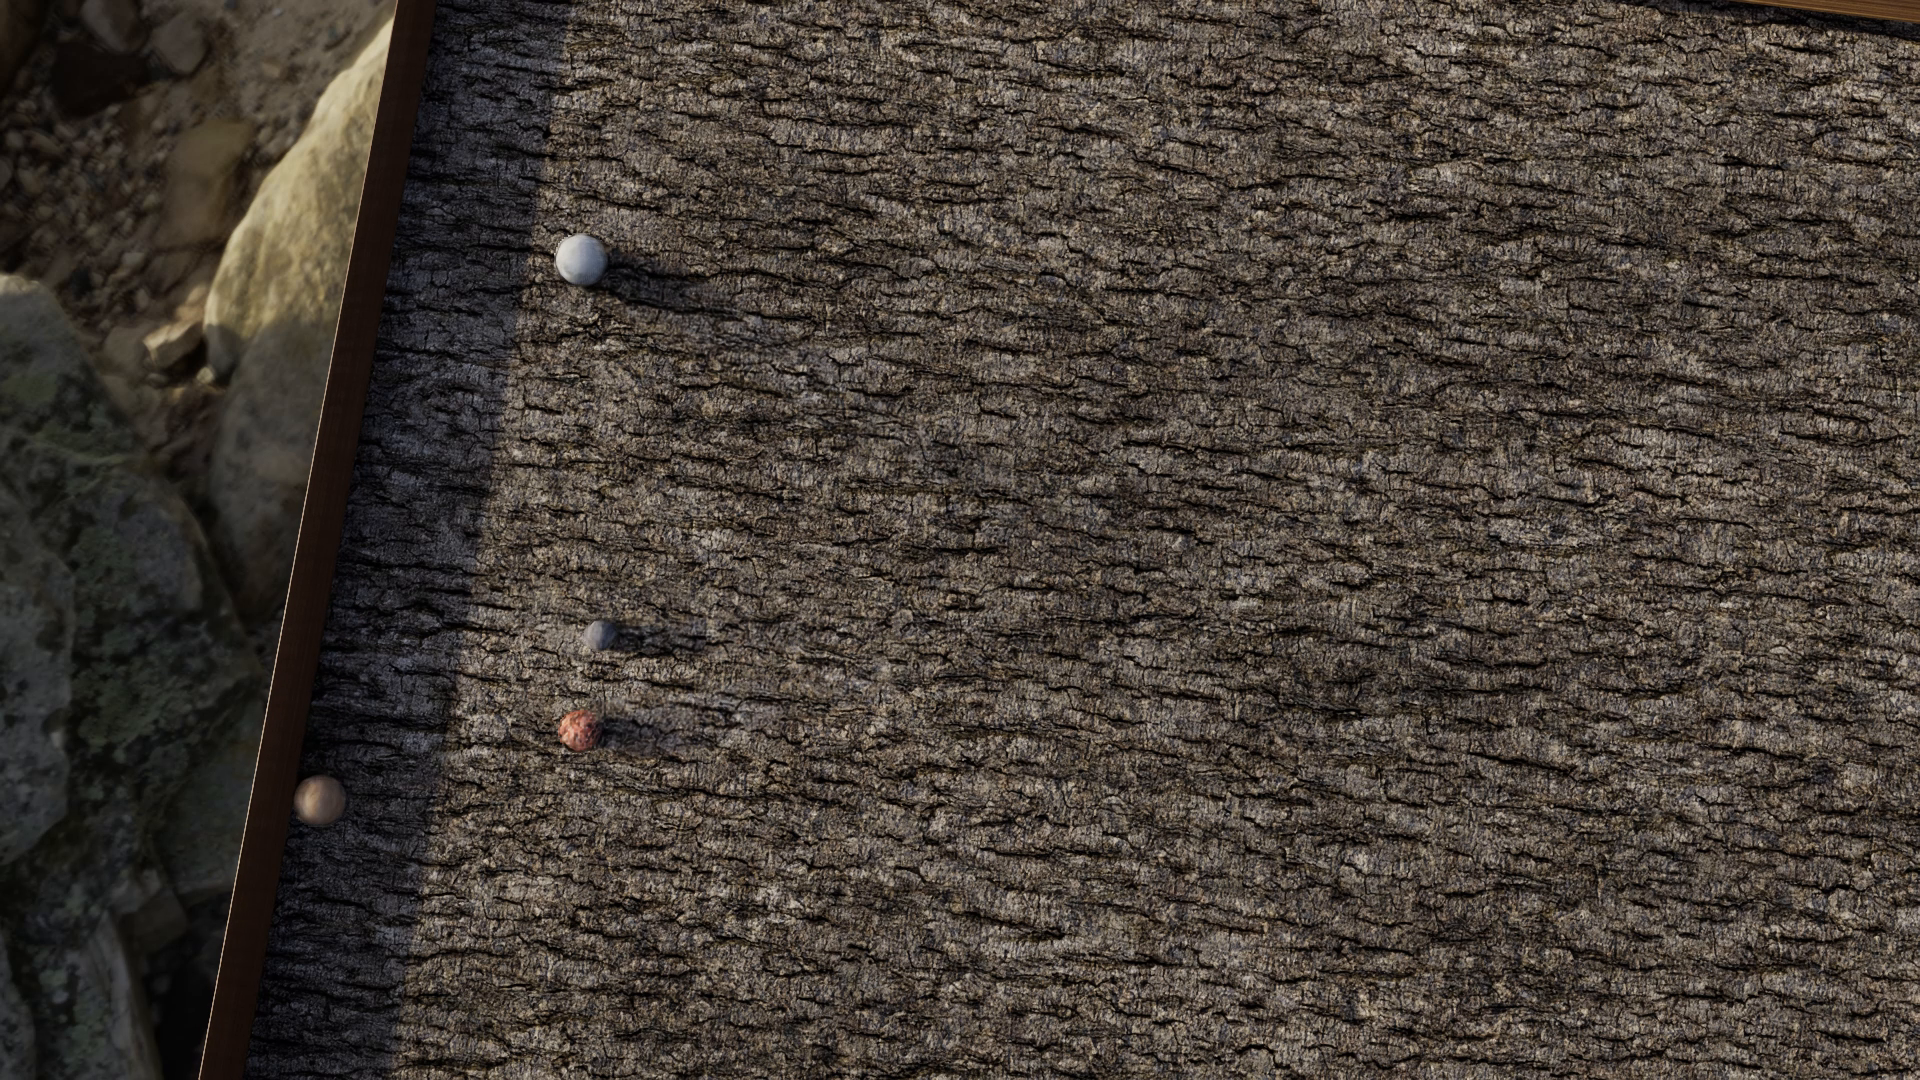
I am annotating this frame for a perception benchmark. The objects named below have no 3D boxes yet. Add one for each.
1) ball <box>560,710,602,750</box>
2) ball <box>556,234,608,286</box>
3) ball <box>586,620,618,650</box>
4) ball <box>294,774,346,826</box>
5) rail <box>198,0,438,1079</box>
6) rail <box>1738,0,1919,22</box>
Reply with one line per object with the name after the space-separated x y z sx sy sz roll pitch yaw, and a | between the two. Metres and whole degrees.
-0.559 0.280 3.240 0.059 0.059 0.059 0 80 0 | ball
-0.576 -0.426 3.354 0.078 0.078 0.078 0 80 0 | ball
-0.533 0.141 3.271 0.046 0.046 0.046 0 80 0 | ball
-0.935 0.380 3.214 0.074 0.074 0.074 0 80 0 | ball
-0.928 -0.122 3.288 0.045 0.102 2.079 7 80 1 | rail
1.082 -0.875 3.420 3.838 0.102 0.045 7 80 1 | rail
